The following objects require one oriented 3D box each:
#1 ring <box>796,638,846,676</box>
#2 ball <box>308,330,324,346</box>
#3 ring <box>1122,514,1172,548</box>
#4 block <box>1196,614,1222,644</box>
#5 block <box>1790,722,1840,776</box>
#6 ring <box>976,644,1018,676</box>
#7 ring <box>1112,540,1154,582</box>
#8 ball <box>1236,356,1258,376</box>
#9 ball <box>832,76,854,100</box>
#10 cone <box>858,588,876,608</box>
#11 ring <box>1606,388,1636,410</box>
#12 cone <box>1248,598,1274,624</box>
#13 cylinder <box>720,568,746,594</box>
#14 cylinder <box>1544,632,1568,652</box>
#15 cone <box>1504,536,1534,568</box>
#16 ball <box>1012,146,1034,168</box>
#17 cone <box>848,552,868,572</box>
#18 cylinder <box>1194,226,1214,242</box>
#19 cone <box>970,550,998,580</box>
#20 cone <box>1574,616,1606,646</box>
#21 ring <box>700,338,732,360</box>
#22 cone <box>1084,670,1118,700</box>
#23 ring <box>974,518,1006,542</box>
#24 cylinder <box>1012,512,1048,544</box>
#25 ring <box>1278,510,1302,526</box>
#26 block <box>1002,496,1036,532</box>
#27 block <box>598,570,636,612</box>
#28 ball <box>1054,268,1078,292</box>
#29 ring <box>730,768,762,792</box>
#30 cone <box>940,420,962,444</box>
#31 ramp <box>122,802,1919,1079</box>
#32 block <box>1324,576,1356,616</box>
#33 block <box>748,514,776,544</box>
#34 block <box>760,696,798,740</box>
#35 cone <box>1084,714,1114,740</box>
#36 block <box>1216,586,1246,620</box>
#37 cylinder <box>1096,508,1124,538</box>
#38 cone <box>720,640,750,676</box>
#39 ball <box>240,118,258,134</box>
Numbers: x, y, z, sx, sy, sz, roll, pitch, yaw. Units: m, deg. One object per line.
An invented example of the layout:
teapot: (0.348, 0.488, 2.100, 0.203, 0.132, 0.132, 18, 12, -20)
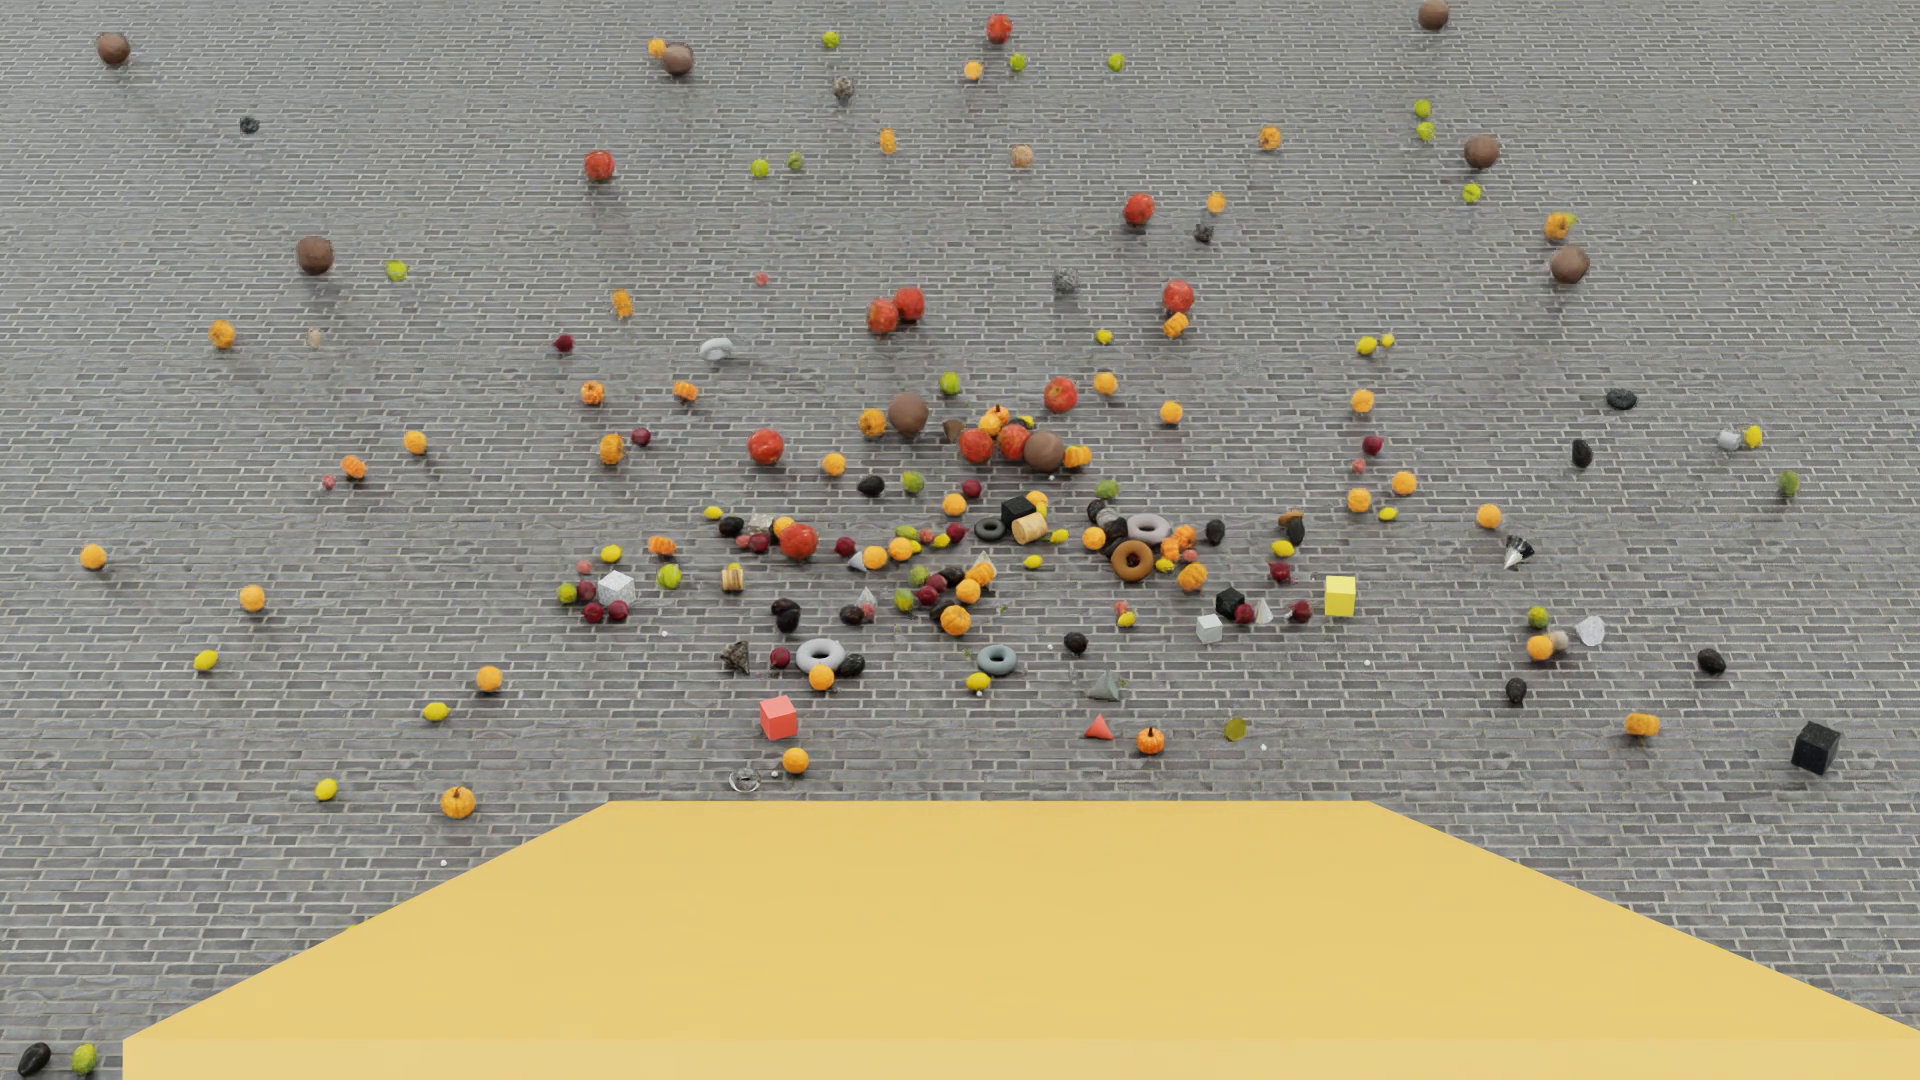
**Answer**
ring: (-0.399, 0.335, 7.450, 0.146, 0.049, 0.146, -1, 35, 1)
ball: (-2.201, -0.688, 8.876, 0.056, 0.056, 0.056, 0, 36, 0)
ring: (0.573, -0.028, 7.957, 0.150, 0.050, 0.150, 0, 34, 0)
block: (0.724, 0.258, 7.549, 0.057, 0.057, 0.057, -11, 37, -15)
block: (2.334, 0.568, 7.087, 0.090, 0.090, 0.090, 23, 42, 29)
ring: (0.106, 0.344, 7.445, 0.118, 0.039, 0.118, 0, 37, 0)
ring: (0.518, 0.063, 7.792, 0.128, 0.043, 0.128, -2, 76, 8)
ball: (0.964, -0.584, 8.716, 0.072, 0.072, 0.072, 0, 36, 0)
ball: (-0.468, -1.812, 10.418, 0.093, 0.093, 0.093, 0, 36, 0)
cone: (-0.277, 0.160, 7.688, 0.057, 0.057, 0.057, 0, 36, 0)
ring: (2.185, -0.466, 8.586, 0.098, 0.033, 0.098, -1, 36, 1)
cone: (0.885, 0.195, 7.625, 0.072, 0.072, 0.072, 0, 36, 0)
cylinder: (-0.677, 0.120, 7.739, 0.063, 0.063, 0.063, -15, 36, 1)
cylinder: (1.722, 0.293, 7.505, 0.052, 0.052, 0.052, -9, 36, -12)
cone: (1.669, 0.052, 7.850, 0.095, 0.095, 0.095, 27, 70, 32)
ball: (0.240, -1.465, 9.937, 0.088, 0.088, 0.088, 0, 36, 0)
cone: (-0.296, 0.077, 7.828, 0.062, 0.062, 0.062, 46, 51, 12)
cylinder: (0.888, -1.115, 9.474, 0.054, 0.054, 0.054, 4, 33, 30)
cone: (0.071, 0.062, 7.803, 0.082, 0.082, 0.082, 0, 36, 0)
cone: (1.815, 0.259, 7.564, 0.088, 0.088, 0.088, -16, 12, -21)
ring: (-0.821, -0.646, 8.781, 0.111, 0.111, 0.037, -11, 65, -15)
cone: (0.390, 0.425, 7.332, 0.087, 0.087, 0.087, -22, 33, 15)
ring: (0.093, -0.033, 7.978, 0.102, 0.034, 0.102, -1, 37, 0)
cylinder: (0.212, -0.036, 7.943, 0.079, 0.079, 0.079, -21, 40, -26)
ring: (1.015, -0.066, 7.993, 0.080, 0.080, 0.027, -12, 70, -16)
block: (0.180, -0.077, 8.002, 0.077, 0.077, 0.077, -20, 40, -26)
block: (-1.015, 0.151, 7.684, 0.076, 0.076, 0.076, 22, 41, 28)
ball: (0.375, -0.917, 9.168, 0.088, 0.088, 0.088, 0, 36, 0)
ring: (-0.581, 0.648, 7.028, 0.088, 0.029, 0.088, 1, 35, -1)
cone: (-0.026, -0.339, 8.407, 0.072, 0.072, 0.072, -1, 67, -1)
ramp: (0.078, 0.670, 4.858, 2.000, 0.100, 4.000, 0, -2, 0)
block: (1.119, 0.165, 7.658, 0.083, 0.083, 0.083, 3, 36, 5)
block: (-0.607, -0.034, 7.951, 0.065, 0.065, 0.065, 7, 36, 10)
block: (-0.503, 0.493, 7.201, 0.080, 0.080, 0.080, -14, 38, -18)
cone: (0.396, 0.530, 7.189, 0.075, 0.075, 0.075, 36, 42, 1)
block: (0.796, 0.187, 7.647, 0.060, 0.060, 0.060, -25, 43, -31)
cylinder: (0.459, -0.051, 7.973, 0.069, 0.069, 0.069, -6, 36, -9)
cone: (-0.623, 0.352, 7.432, 0.092, 0.092, 0.092, -22, 68, -28)
ball: (-2.781, -1.620, 10.170, 0.068, 0.068, 0.068, 0, 36, 0)
